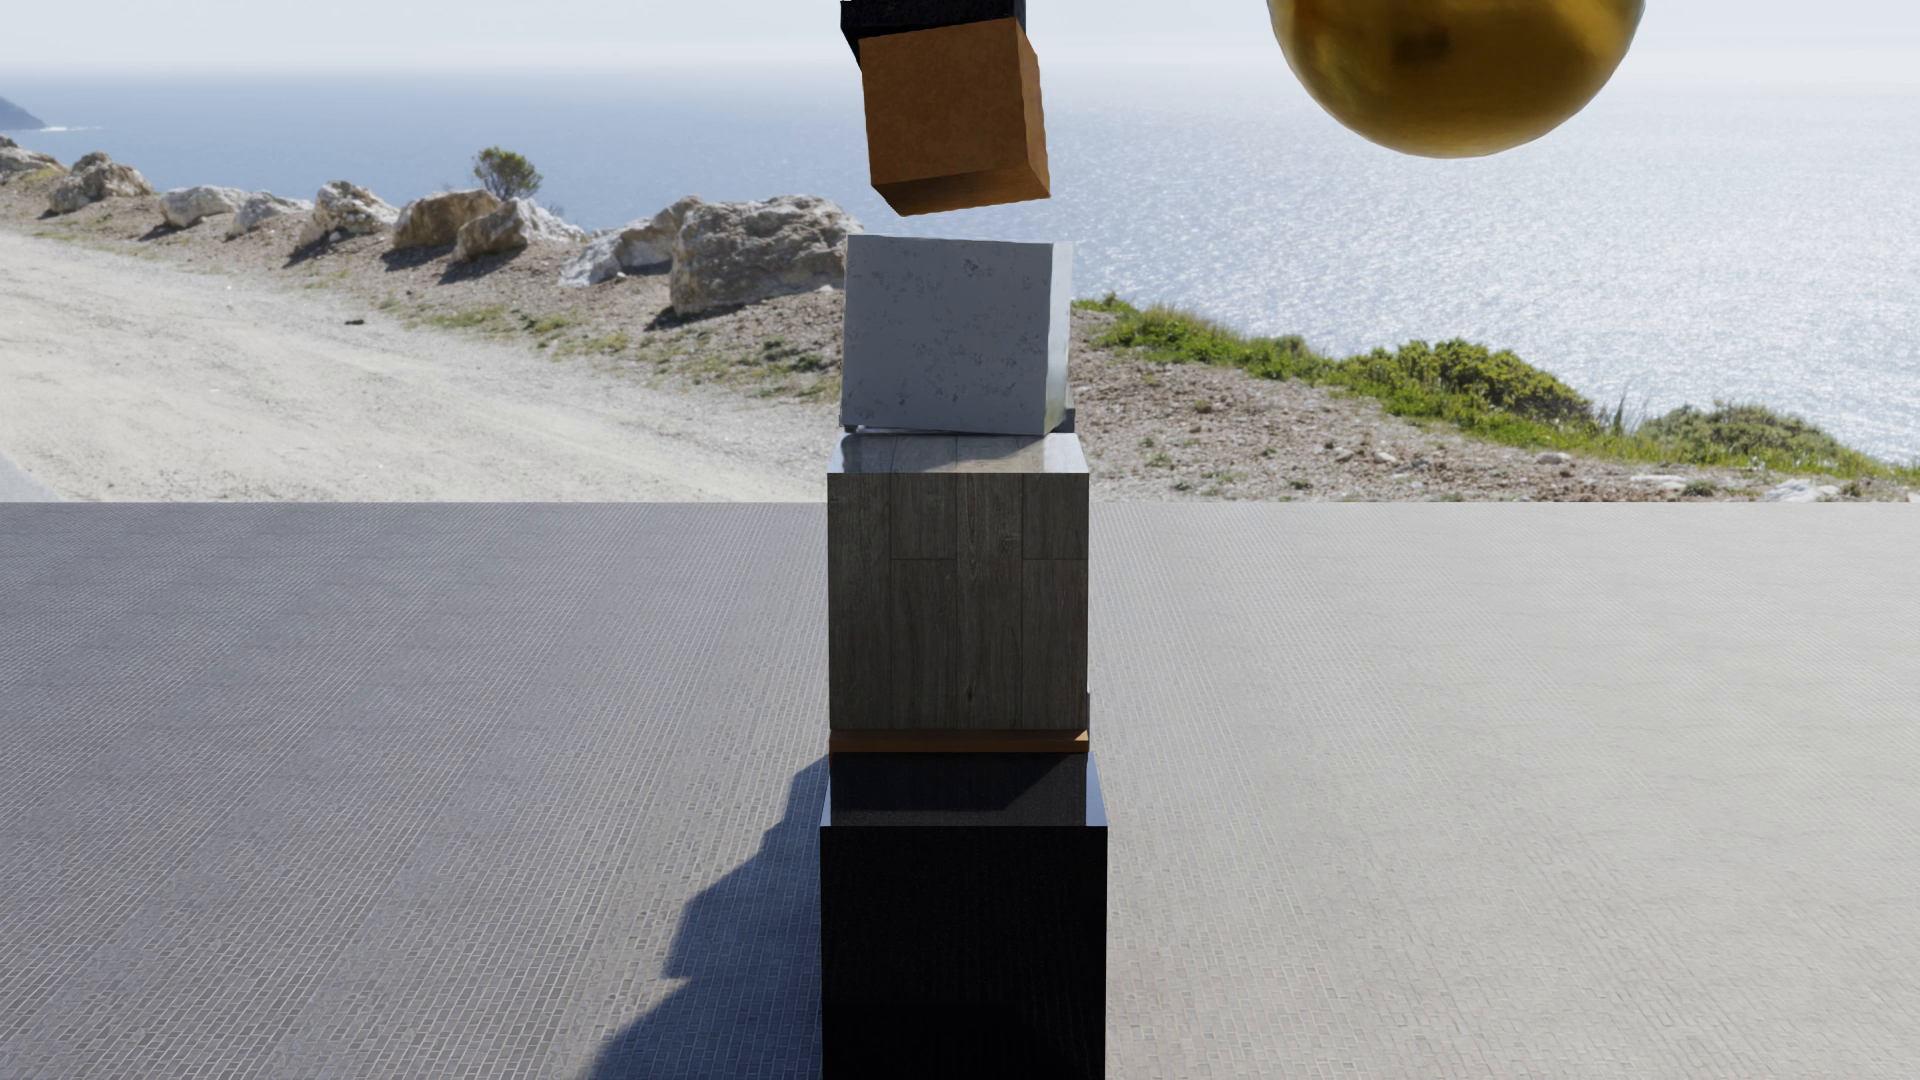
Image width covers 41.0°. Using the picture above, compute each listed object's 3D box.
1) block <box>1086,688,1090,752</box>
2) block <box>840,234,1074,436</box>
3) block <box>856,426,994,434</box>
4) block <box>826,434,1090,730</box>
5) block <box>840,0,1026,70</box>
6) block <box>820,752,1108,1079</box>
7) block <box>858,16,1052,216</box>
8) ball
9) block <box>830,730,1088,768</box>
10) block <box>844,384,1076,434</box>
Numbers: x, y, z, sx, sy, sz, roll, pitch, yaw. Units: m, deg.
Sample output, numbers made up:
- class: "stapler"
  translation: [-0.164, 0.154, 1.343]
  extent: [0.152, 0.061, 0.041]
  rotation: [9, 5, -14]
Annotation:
- class: "block"
  translation: [0.009, 1.018, 11.243]
  extent: [1.062, 0.975, 1.051]
  rotation: [0, 10, 0]
- class: "block"
  translation: [0.002, -0.901, 11.041]
  extent: [0.857, 0.791, 0.836]
  rotation: [4, 8, 8]
- class: "block"
  translation: [-0.033, -0.016, 11.260]
  extent: [0.849, 0.905, 0.788]
  rotation: [0, 10, 1]
- class: "block"
  translation: [-0.007, 0.141, 10.321]
  extent: [0.992, 1.001, 1.080]
  rotation: [0, 10, 0]
- class: "block"
  translation: [-0.106, -2.488, 11.182]
  extent: [0.734, 0.713, 0.679]
  rotation: [0, -6, 6]
- class: "block"
  translation: [0.014, 1.368, 9.326]
  extent: [0.983, 0.972, 0.971]
  rotation: [0, 10, 0]
- class: "block"
  translation: [-0.014, -1.802, 11.005]
  extent: [0.671, 0.631, 0.631]
  rotation: [-6, -6, 10]
- class: "ball"
  translation: [2.074, -2.401, 10.744]
  extent: [1.600, 1.600, 1.600]
  rotation: [0, 10, 0]
- class: "block"
  translation: [-0.005, 1.176, 10.261]
  extent: [0.982, 1.015, 0.918]
  rotation: [0, 10, 0]
- class: "block"
  translation: [0.005, -0.199, 12.110]
  extent: [1.040, 0.976, 0.936]
  rotation: [0, 10, 1]
